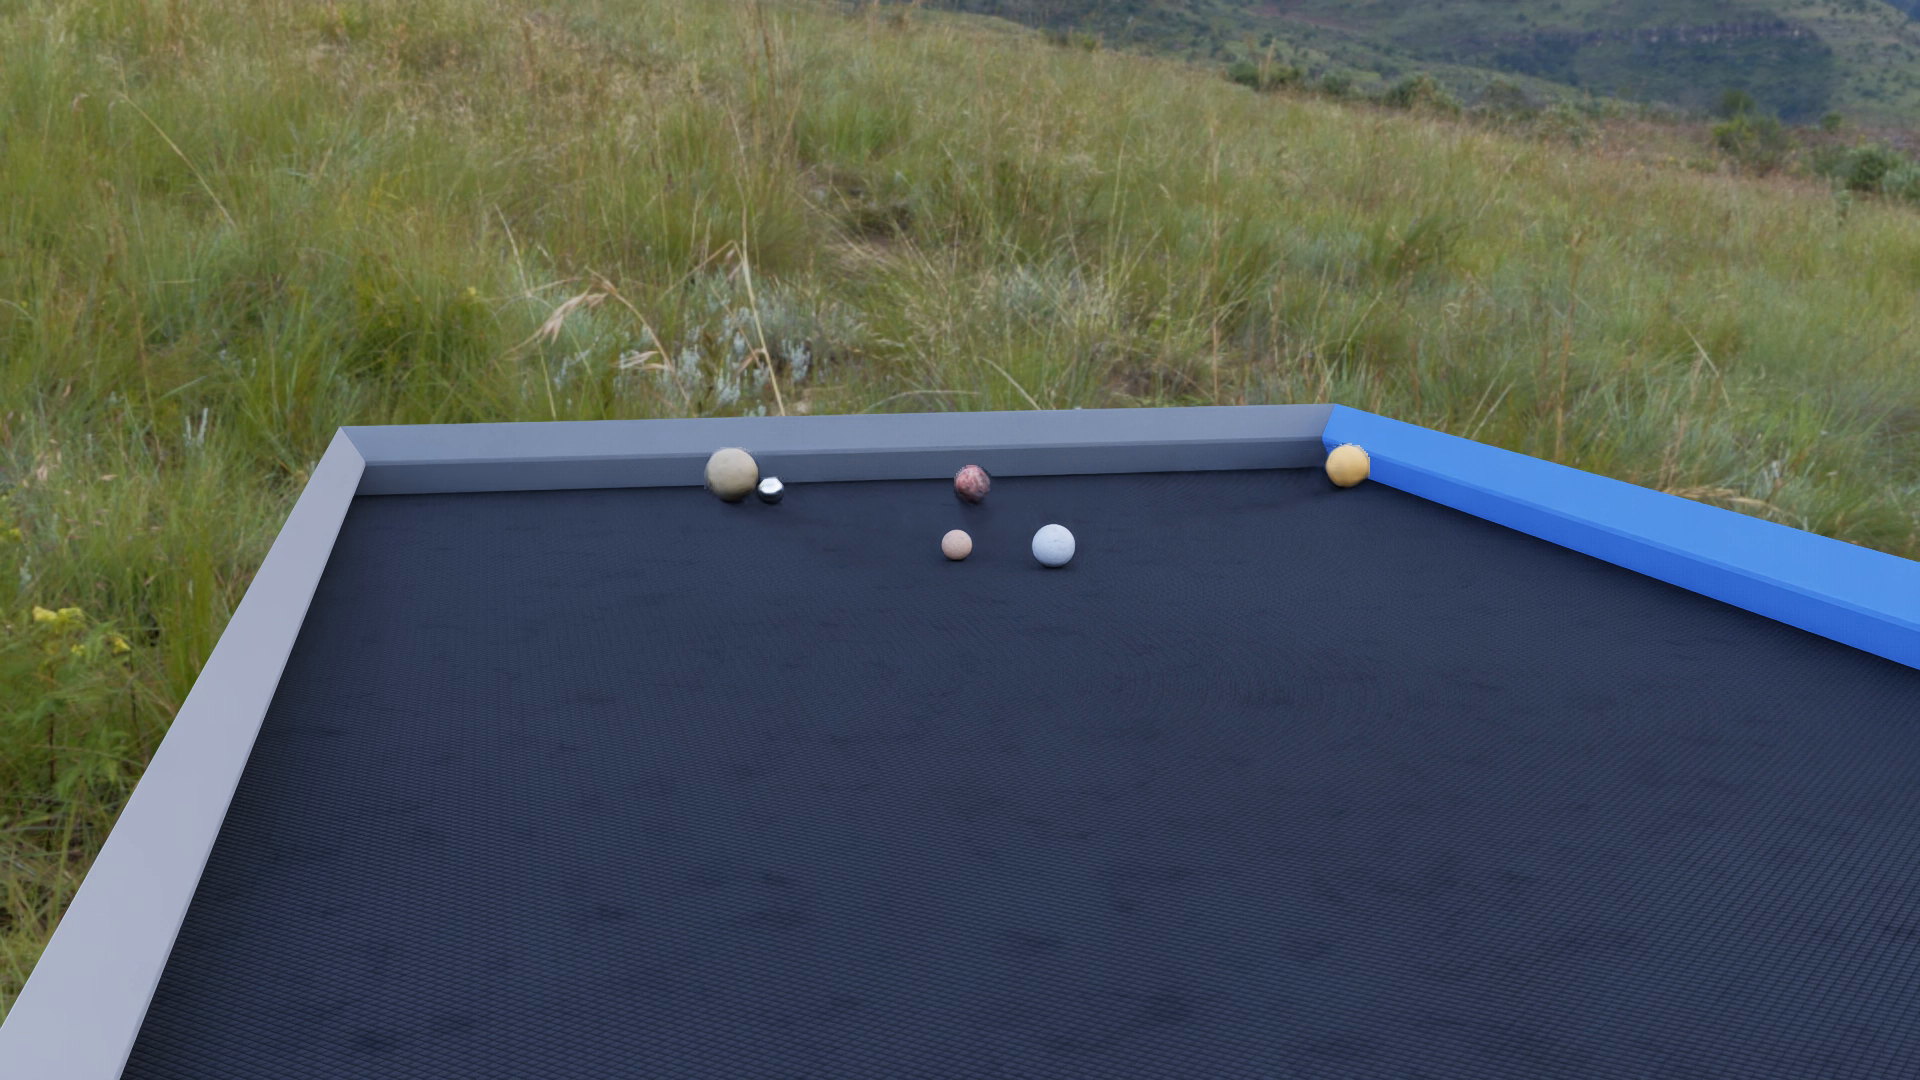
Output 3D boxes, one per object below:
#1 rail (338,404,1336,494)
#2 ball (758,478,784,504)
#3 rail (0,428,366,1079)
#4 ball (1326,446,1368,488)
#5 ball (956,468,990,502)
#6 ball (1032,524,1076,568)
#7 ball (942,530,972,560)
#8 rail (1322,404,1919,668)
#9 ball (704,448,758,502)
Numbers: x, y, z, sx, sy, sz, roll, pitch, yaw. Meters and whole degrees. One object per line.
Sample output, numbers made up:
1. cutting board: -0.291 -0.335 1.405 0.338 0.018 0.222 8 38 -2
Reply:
1. rail: -0.181 -0.171 4.132 1.901 0.124 0.045 -2 10 -12
2. ball: -0.332 -0.086 3.857 0.048 0.048 0.048 0 10 0
3. rail: -0.720 0.145 2.244 0.045 0.124 3.568 -2 10 -12
4. ball: 0.715 -0.136 4.062 0.078 0.078 0.078 0 10 0
5. ball: 0.023 -0.098 3.888 0.062 0.062 0.062 0 10 0
6. ball: 0.138 0.009 3.246 0.064 0.064 0.064 0 10 0
7. ball: -0.005 0.008 3.306 0.046 0.046 0.046 0 10 0
8. rail: 1.093 0.081 2.626 0.045 0.124 3.568 -2 10 -12
9. ball: -0.405 -0.115 3.891 0.095 0.095 0.095 0 10 0
